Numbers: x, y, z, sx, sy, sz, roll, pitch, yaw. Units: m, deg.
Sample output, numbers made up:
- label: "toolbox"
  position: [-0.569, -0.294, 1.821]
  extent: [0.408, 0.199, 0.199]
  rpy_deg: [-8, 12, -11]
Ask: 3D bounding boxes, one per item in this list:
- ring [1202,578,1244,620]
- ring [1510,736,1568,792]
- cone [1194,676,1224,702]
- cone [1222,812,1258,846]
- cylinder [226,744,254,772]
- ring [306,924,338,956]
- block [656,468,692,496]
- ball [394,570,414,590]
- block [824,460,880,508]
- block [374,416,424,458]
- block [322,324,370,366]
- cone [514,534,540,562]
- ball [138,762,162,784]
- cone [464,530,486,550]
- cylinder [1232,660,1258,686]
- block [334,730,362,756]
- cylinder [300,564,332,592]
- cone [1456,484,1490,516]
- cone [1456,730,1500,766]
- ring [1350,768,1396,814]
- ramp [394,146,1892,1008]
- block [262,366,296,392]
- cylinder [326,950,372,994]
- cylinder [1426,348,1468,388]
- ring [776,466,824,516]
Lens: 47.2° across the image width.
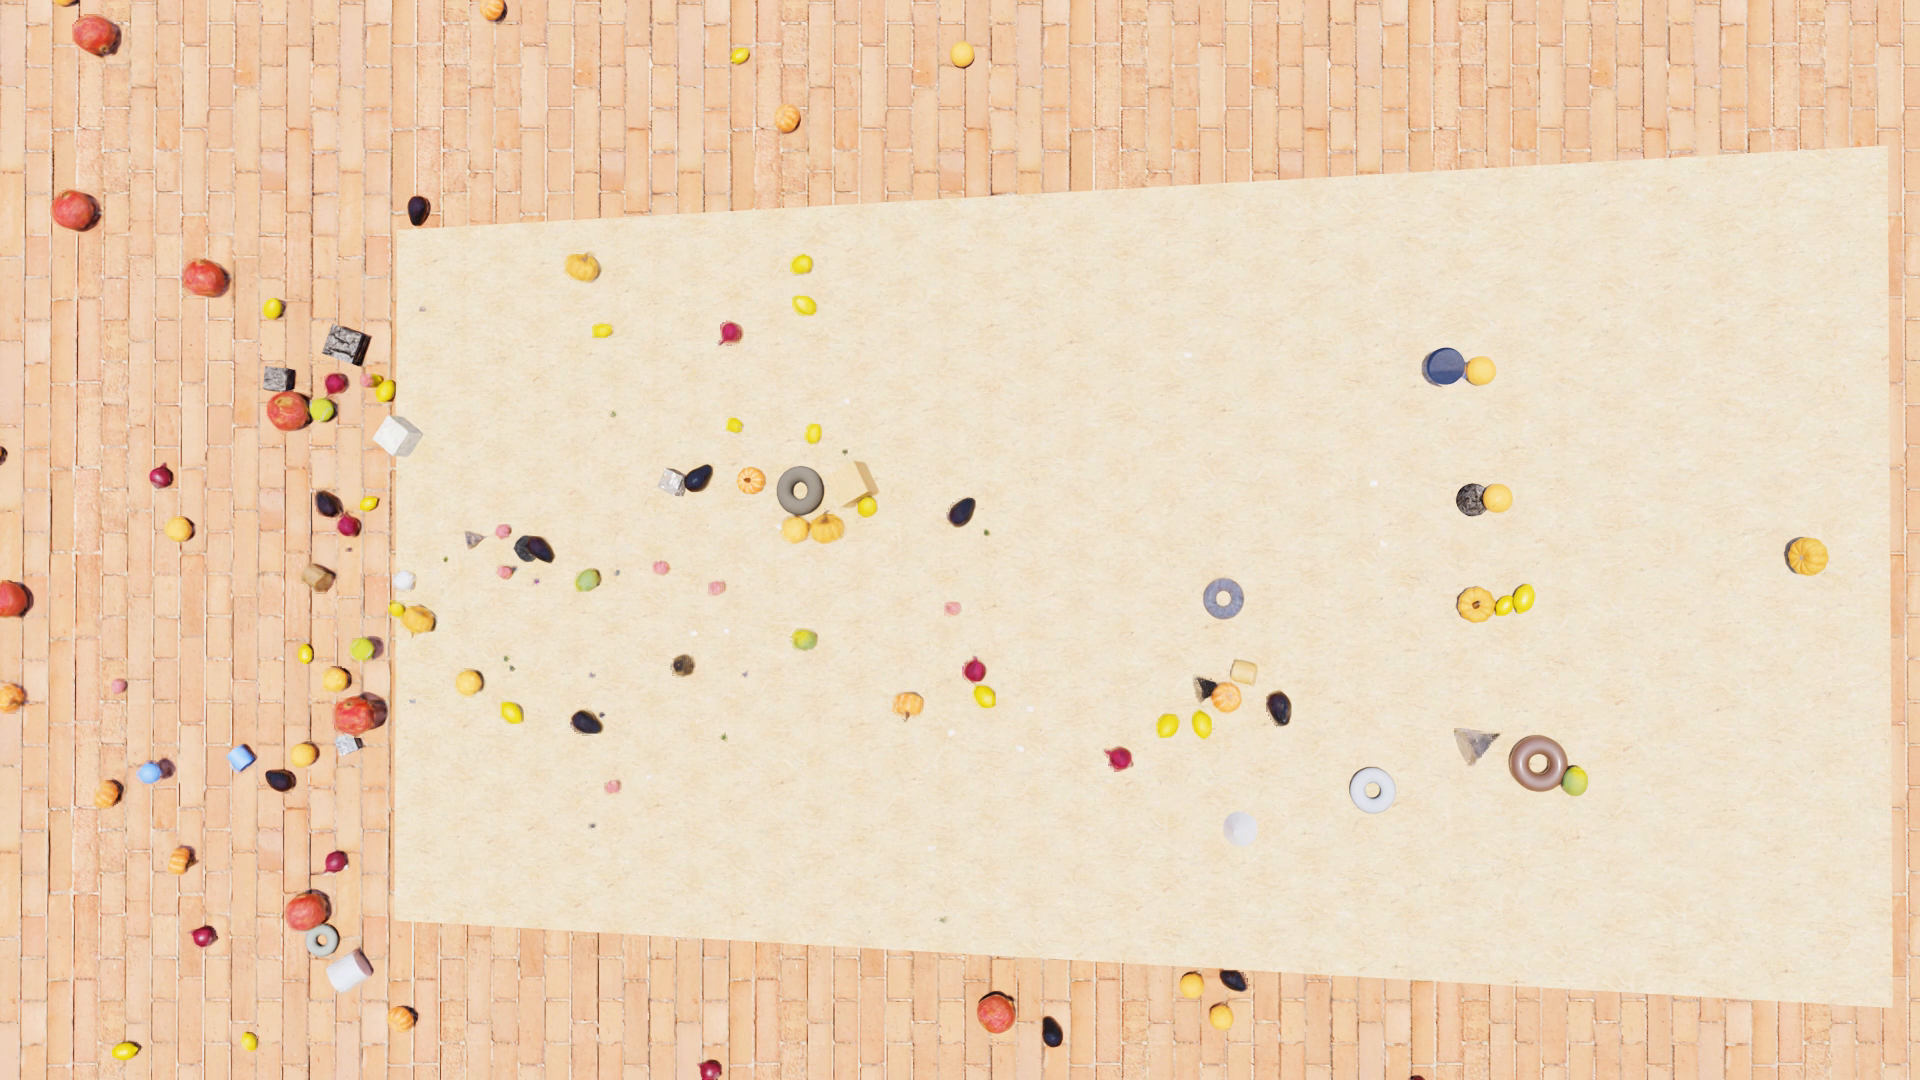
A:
- label: "ring"
  position: [0.669, 0.149, 5.581]
  extent: [0.108, 0.036, 0.108]
  rpy_deg: [-1, 88, 19]
- label: "ring"
  position: [1.402, 0.542, 5.325]
  extent: [0.137, 0.046, 0.137]
  rpy_deg: [-1, 88, 18]
- label: "cone"
  position: [0.638, 0.375, 5.590]
  extent: [0.071, 0.071, 0.071]
  rpy_deg: [-9, 89, -8]
- label: "cone"
  position: [0.696, 0.732, 5.535]
  extent: [0.089, 0.089, 0.089]
  rpy_deg: [0, 89, 19]
- label: "cylinder"
  position: [-2.103, 0.638, 6.430]
  extent: [0.059, 0.059, 0.059]
  rpy_deg: [-40, 89, -1]
- label: "ring"
  position: [-1.868, 1.171, 6.436]
  extent: [0.097, 0.032, 0.097]
  rpy_deg: [0, 88, 1]
- label: "block"
  position: [-0.787, -0.159, 6.061]
  extent: [0.058, 0.058, 0.058]
  rpy_deg: [27, 98, 17]
- label: "ball"
  position: [-1.600, 0.117, 6.328]
  extent: [0.060, 0.060, 0.060]
  rpy_deg: [0, 89, 0]
- label: "block"
  position: [-0.288, -0.148, 5.875]
  extent: [0.092, 0.092, 0.092]
  rpy_deg: [-29, 81, 16]
- label: "block"
  position: [-1.615, -0.298, 6.327]
  extent: [0.084, 0.084, 0.084]
  rpy_deg: [39, 101, 15]
- label: "block"
  position: [-1.795, -0.569, 6.430]
  extent: [0.092, 0.092, 0.092]
  rpy_deg: [20, 89, 0]
- label: "cone"
  position: [-1.239, 0.024, 6.199]
  extent: [0.078, 0.078, 0.078]
  rpy_deg: [0, 89, 19]
- label: "ball"
  position: [-2.343, 0.674, 6.359]
  extent: [0.062, 0.062, 0.062]
  rpy_deg: [0, 89, 0]
- label: "cone"
  position: [-1.378, -0.004, 6.274]
  extent: [0.058, 0.058, 0.058]
  rpy_deg: [-10, 89, -9]
- label: "cylinder"
  position: [0.719, 0.334, 5.551]
  extent: [0.055, 0.055, 0.055]
  rpy_deg: [13, 89, 18]
- label: "block"
  position: [-1.789, 0.595, 6.433]
  extent: [0.054, 0.054, 0.054]
  rpy_deg: [-23, 89, 0]
- label: "cylinder"
  position: [-1.879, 0.109, 6.422]
  extent: [0.062, 0.062, 0.062]
  rpy_deg: [31, 89, 22]
- label: "cone"
  position: [1.248, -0.099, 5.365]
  extent: [0.083, 0.083, 0.083]
  rpy_deg: [0, 89, 19]
- label: "cone"
  position: [1.277, 0.491, 5.368]
  extent: [0.096, 0.096, 0.096]
  rpy_deg: [-20, 89, -10]
- label: "ring"
  position: [1.024, 0.622, 5.454]
  extent: [0.115, 0.038, 0.115]
  rpy_deg: [0, 89, 20]
- label: "ramp"
  position: [0.277, 0.092, 5.784]
  extent: [4.000, 0.100, 2.000]
  rpy_deg: [0, 89, 19]
- label: "block"
  position: [-1.995, -0.470, 6.441]
  extent: [0.068, 0.068, 0.068]
  rpy_deg: [6, 89, 0]
- label: "cylinder"
  position: [-1.780, 1.257, 6.406]
  extent: [0.090, 0.090, 0.090]
  rpy_deg: [-33, 89, 0]
- label: "cylinder"
  position: [1.194, -0.422, 5.383]
  extent: [0.092, 0.092, 0.092]
  rpy_deg: [0, 89, 19]
- label: "ring"
  position: [-0.433, -0.133, 5.949]
  extent: [0.135, 0.045, 0.135]
  rpy_deg: [-1, 88, 18]
